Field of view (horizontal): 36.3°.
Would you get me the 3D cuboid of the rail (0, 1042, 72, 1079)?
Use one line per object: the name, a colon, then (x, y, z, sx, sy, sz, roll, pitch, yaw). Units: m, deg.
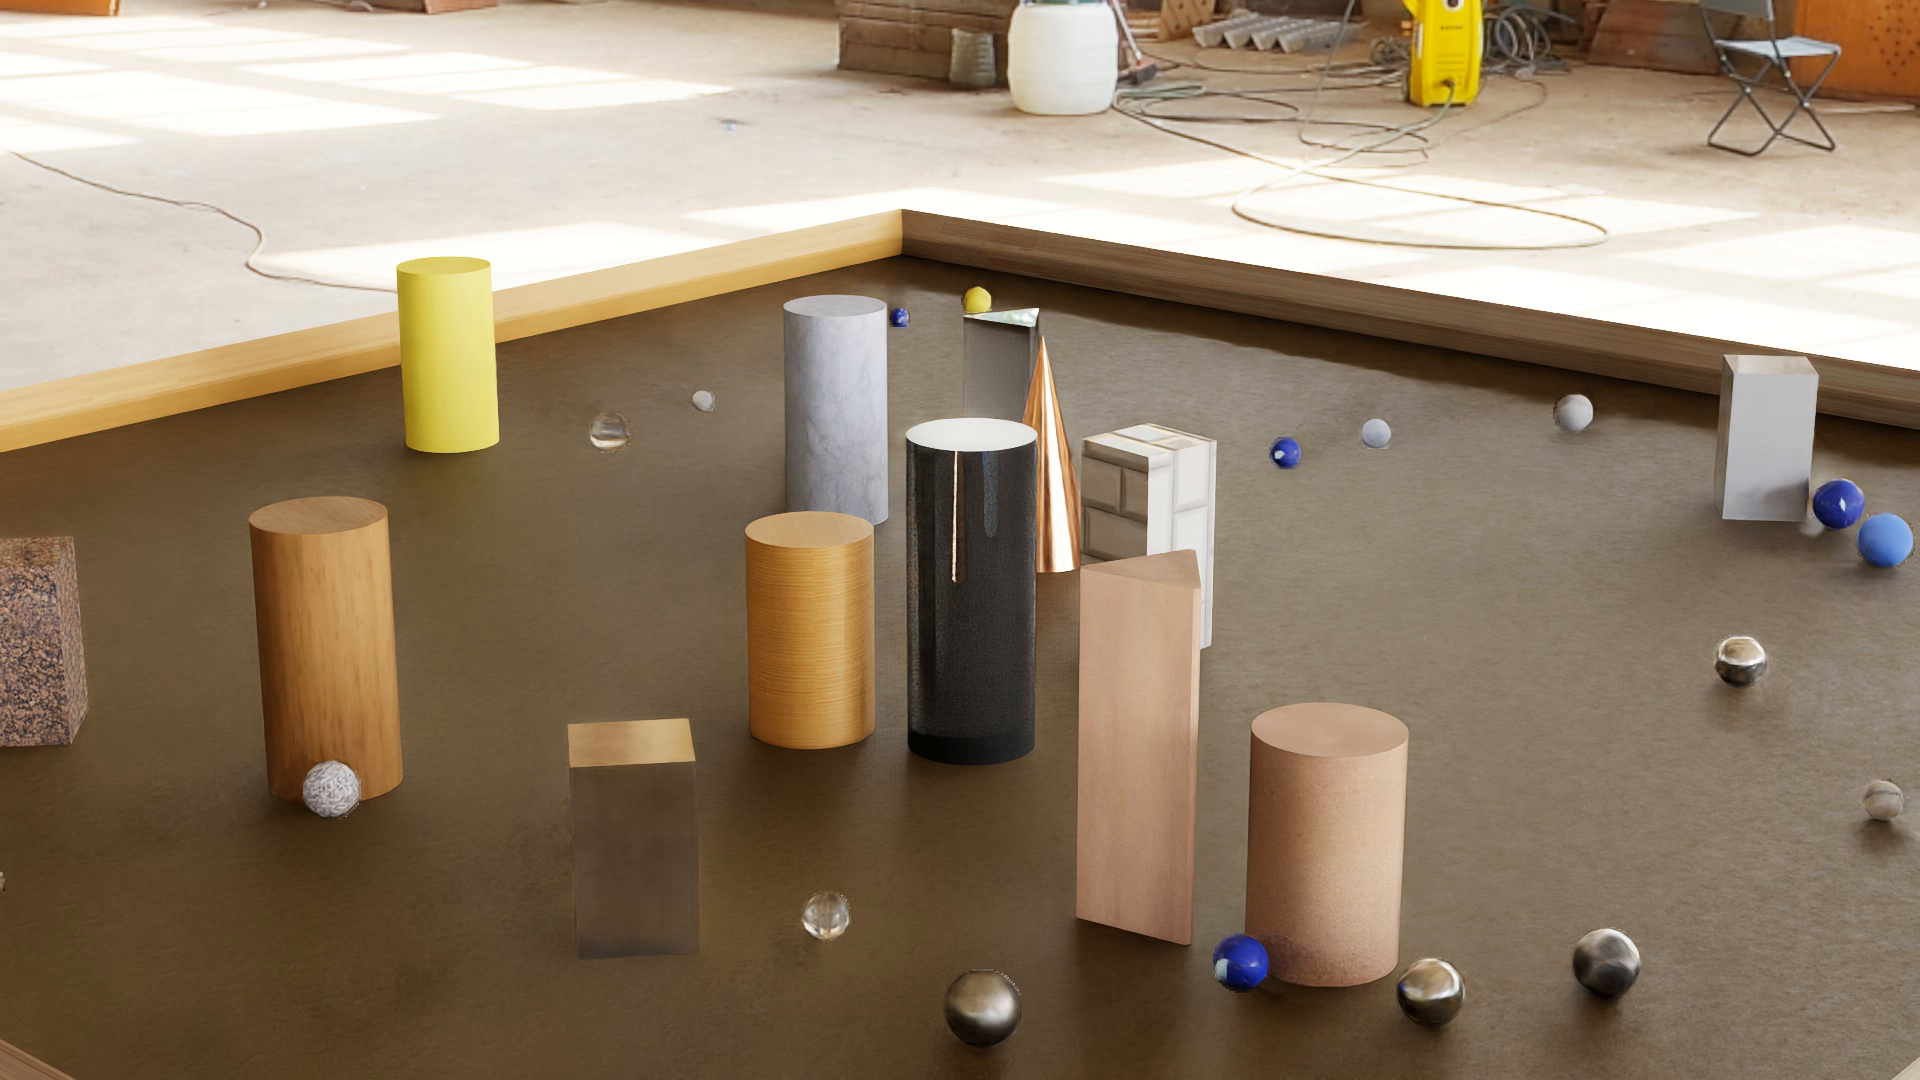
rail: (-1.420, 0.504, 3.554, 4.228, 0.126, 0.045, 14, 22, 39)

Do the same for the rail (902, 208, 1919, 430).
rail: (1.420, -0.441, 6.686, 4.228, 0.126, 0.045, 14, 22, 39)

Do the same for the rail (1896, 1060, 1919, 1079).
rail: (1.578, 0.427, 3.808, 0.045, 0.126, 4.379, 14, 22, 39)

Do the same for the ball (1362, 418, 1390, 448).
ball: (0.861, -0.220, 6.070, 0.061, 0.061, 0.061, 0, 17, 0)

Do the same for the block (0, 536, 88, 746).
block: (-1.427, 0.154, 4.449, 0.155, 0.281, 0.155, -2, 17, -6)

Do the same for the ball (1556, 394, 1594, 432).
ball: (1.299, -0.269, 6.201, 0.079, 0.079, 0.079, 0, 17, 0)

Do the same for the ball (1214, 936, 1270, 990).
ball: (0.346, 0.519, 3.597, 0.067, 0.067, 0.067, 0, 17, 0)

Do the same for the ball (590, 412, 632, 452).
ball: (-0.719, -0.222, 6.034, 0.085, 0.085, 0.085, 0, 17, 0)

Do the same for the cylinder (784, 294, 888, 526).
cylinder: (-0.234, -0.242, 5.540, 0.193, 0.409, 0.193, 0, 17, 0)

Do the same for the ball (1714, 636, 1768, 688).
ball: (1.242, 0.193, 4.663, 0.082, 0.082, 0.082, 0, 17, 0)

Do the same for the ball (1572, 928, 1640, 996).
ball: (0.791, 0.517, 3.590, 0.081, 0.081, 0.081, 0, 17, 0)

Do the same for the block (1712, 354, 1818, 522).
block: (1.537, -0.196, 5.602, 0.155, 0.285, 0.155, 2, 17, 7)

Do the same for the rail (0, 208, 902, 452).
rail: (-1.578, -0.364, 6.432, 0.045, 0.126, 4.379, 14, 22, 39)

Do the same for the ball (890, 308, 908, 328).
ball: (-0.149, -0.544, 7.165, 0.047, 0.047, 0.047, 0, 17, 0)

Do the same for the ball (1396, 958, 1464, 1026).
ball: (0.564, 0.542, 3.511, 0.081, 0.081, 0.081, 0, 17, 0)

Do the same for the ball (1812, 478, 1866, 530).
ball: (1.646, -0.068, 5.493, 0.096, 0.096, 0.096, 0, 17, 0)

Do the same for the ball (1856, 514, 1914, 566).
ball: (1.665, 0.000, 5.278, 0.097, 0.097, 0.097, 0, 17, 0)

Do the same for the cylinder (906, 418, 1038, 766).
cylinder: (0.017, 0.076, 4.362, 0.193, 0.481, 0.193, 0, 17, 0)

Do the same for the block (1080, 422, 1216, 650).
block: (0.308, 0.005, 4.821, 0.155, 0.351, 0.155, -14, 22, -39)

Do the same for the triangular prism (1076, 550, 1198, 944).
triangular prism: (0.260, 0.257, 3.770, 0.168, 0.476, 0.145, 10, 20, 31)

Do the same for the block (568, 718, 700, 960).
block: (-0.416, 0.380, 3.738, 0.155, 0.260, 0.155, -2, 17, -8)

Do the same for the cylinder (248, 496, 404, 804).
cylinder: (-0.912, 0.158, 4.226, 0.193, 0.403, 0.193, 0, 17, 0)

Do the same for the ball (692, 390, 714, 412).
ball: (-0.560, -0.302, 6.368, 0.046, 0.046, 0.046, 0, 17, 0)

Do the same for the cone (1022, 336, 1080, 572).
cone: (0.148, -0.167, 5.286, 0.193, 0.412, 0.193, 0, 17, 0)

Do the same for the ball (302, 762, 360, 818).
ball: (-0.885, 0.351, 4.123, 0.079, 0.079, 0.079, 0, 17, 0)

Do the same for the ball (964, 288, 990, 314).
ball: (0.043, -0.595, 7.299, 0.068, 0.068, 0.068, 0, 17, 0)

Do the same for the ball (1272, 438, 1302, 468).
ball: (0.659, -0.176, 5.925, 0.060, 0.060, 0.060, 0, 17, 0)

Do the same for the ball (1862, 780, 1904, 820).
ball: (1.301, 0.367, 4.131, 0.056, 0.056, 0.056, 0, 17, 0)

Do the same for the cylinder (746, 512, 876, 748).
cylinder: (-0.226, 0.135, 4.452, 0.193, 0.316, 0.193, 0, 17, 0)

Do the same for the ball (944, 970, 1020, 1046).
ball: (0.026, 0.553, 3.459, 0.089, 0.089, 0.089, 0, 17, 0)

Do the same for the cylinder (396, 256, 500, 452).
cylinder: (-1.061, -0.386, 6.079, 0.193, 0.373, 0.193, 0, 17, 0)

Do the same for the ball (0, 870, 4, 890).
ball: (-1.288, 0.450, 3.878, 0.044, 0.044, 0.044, 0, 17, 0)

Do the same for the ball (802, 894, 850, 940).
ball: (-0.171, 0.481, 3.747, 0.060, 0.060, 0.060, 0, 17, 0)

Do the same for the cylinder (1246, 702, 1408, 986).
cylinder: (0.457, 0.379, 3.667, 0.193, 0.303, 0.193, 0, 17, 0)

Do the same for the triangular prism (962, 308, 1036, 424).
triangular prism: (0.116, -0.312, 5.964, 0.168, 0.298, 0.145, 11, 20, 33)
